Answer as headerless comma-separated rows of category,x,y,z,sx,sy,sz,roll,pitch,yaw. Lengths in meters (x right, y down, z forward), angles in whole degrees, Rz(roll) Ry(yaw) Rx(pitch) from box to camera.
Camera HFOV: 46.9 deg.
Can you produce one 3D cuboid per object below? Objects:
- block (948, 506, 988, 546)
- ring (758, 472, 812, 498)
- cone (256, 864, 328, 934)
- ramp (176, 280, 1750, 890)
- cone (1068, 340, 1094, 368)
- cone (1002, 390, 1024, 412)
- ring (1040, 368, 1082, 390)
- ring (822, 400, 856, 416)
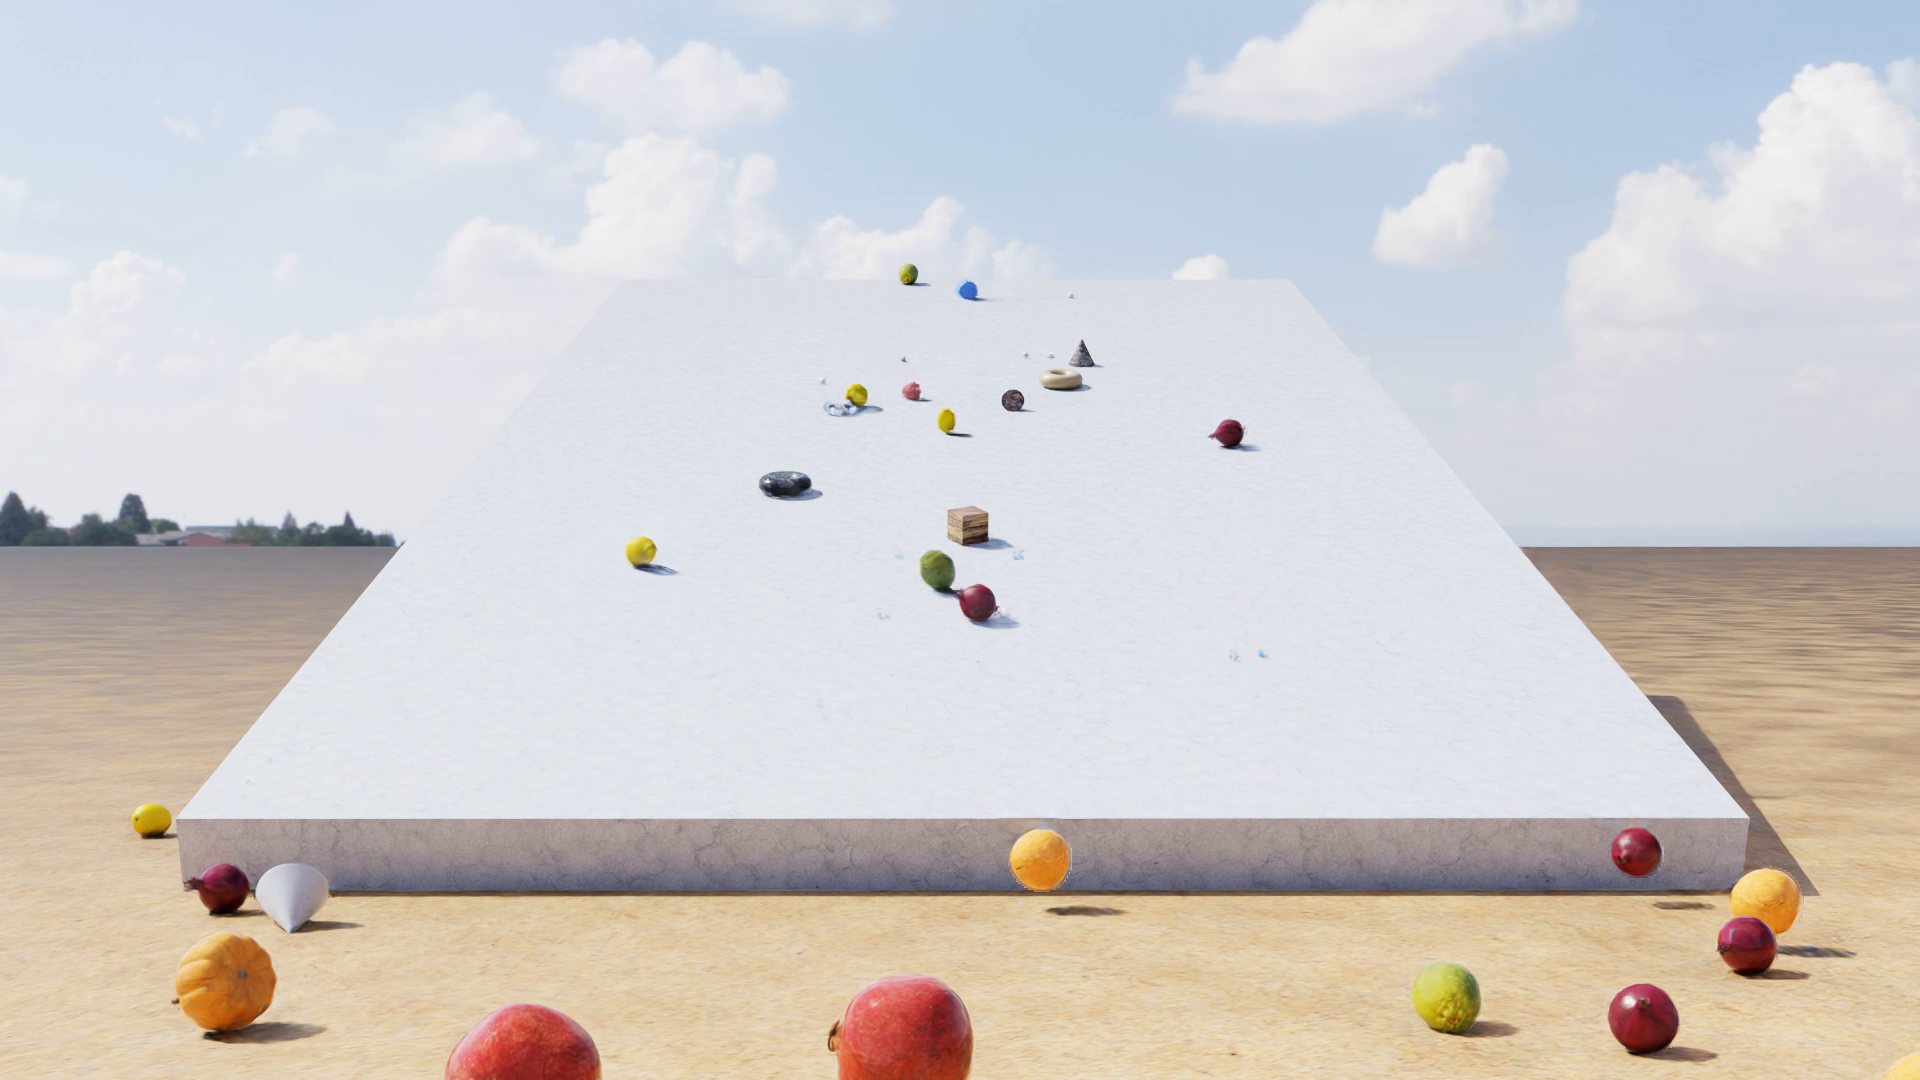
block,0.014,-0.026,3.999,0.055,0.055,0.055,-9,19,-29
ring,-0.340,-0.109,4.314,0.105,0.035,0.105,1,15,0
cone,-0.773,0.431,2.560,0.082,0.082,0.082,0,26,-15
ramp,-0.002,-0.167,4.746,2.000,0.100,4.000,0,17,0
cone,0.300,-0.465,5.462,0.067,0.067,0.067,0,17,0
cone,0.121,-0.309,5.011,0.052,0.052,0.052,0,-10,4
ring,0.238,-0.380,5.231,0.104,0.035,0.104,1,17,0
ring,-0.270,-0.298,4.968,0.076,0.025,0.076,1,16,0
